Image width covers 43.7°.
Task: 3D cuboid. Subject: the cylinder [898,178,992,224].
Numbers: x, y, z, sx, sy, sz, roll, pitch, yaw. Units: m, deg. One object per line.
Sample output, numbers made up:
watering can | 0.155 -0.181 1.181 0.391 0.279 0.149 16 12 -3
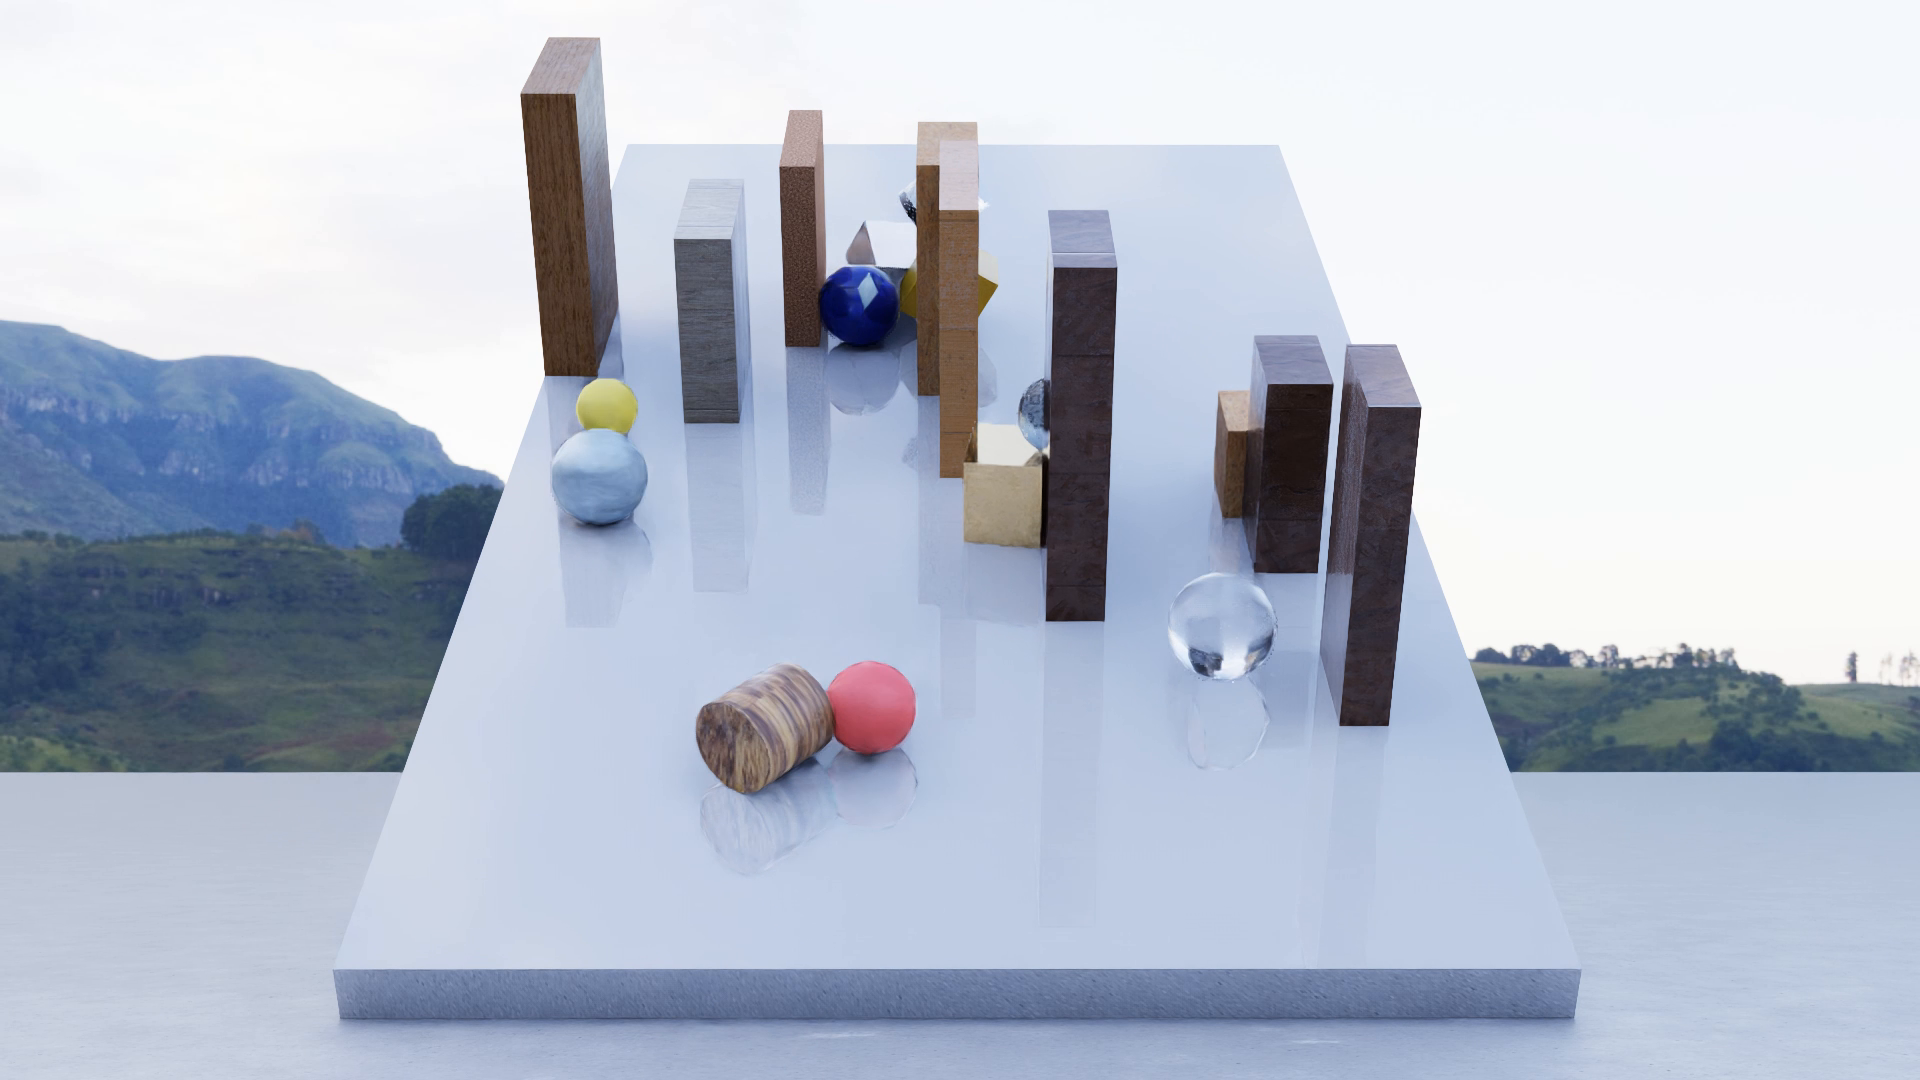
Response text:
cylinder | -0.036 -0.846 5.916 0.164 0.164 0.164 -37 -19 18

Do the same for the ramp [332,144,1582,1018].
ramp | -0.012 -0.221 5.611 2.000 0.100 4.000 0 28 0

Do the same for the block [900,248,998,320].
block | -0.028 -0.647 6.034 0.181 0.181 0.181 27 25 -14

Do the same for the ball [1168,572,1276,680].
ball | 0.500 0.165 4.578 0.207 0.207 0.207 0 -5 0

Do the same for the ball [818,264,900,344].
ball | -0.252 -0.590 5.976 0.201 0.201 0.201 0 -5 0

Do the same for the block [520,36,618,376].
block | -0.949 -0.819 5.860 0.127 0.711 0.447 0 28 0

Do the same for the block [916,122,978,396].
block | -0.030 -0.675 5.738 0.143 0.579 0.311 0 28 0

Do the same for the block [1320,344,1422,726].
block | 0.754 -0.006 4.424 0.092 0.657 0.271 0 28 0

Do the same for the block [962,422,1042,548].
block | 0.116 -0.116 5.112 0.192 0.192 0.192 4 29 8

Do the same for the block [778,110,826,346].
block | -0.395 -0.795 6.068 0.085 0.474 0.431 0 28 0

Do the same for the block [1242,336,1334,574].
block | 0.678 -0.179 4.978 0.133 0.432 0.244 0 28 0

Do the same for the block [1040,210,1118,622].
block | 0.231 -0.243 4.749 0.119 0.761 0.300 0 28 0

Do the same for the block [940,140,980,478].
block | -0.003 -0.524 5.400 0.084 0.635 0.444 0 28 0

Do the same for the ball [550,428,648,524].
ball | -0.773 -0.136 5.129 0.206 0.206 0.206 0 -5 0

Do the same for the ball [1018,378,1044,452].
ball | 0.204 -0.262 5.004 0.168 0.168 0.168 0 -5 0

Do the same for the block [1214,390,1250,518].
block | 0.674 -0.189 5.231 0.210 0.210 0.210 0 28 0

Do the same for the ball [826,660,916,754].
ball | -0.163 0.305 4.355 0.169 0.169 0.169 0 -5 0

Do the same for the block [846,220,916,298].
block | -0.191 -0.722 6.192 0.146 0.146 0.146 0 -30 -27

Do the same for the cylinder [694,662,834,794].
cylinder | -0.349 0.335 4.289 0.177 0.177 0.177 -5 18 43

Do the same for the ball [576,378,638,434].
ball | -0.812 -0.302 5.505 0.141 0.141 0.141 0 -5 0

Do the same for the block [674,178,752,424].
block | -0.582 -0.569 5.664 0.129 0.460 0.394 0 28 0
